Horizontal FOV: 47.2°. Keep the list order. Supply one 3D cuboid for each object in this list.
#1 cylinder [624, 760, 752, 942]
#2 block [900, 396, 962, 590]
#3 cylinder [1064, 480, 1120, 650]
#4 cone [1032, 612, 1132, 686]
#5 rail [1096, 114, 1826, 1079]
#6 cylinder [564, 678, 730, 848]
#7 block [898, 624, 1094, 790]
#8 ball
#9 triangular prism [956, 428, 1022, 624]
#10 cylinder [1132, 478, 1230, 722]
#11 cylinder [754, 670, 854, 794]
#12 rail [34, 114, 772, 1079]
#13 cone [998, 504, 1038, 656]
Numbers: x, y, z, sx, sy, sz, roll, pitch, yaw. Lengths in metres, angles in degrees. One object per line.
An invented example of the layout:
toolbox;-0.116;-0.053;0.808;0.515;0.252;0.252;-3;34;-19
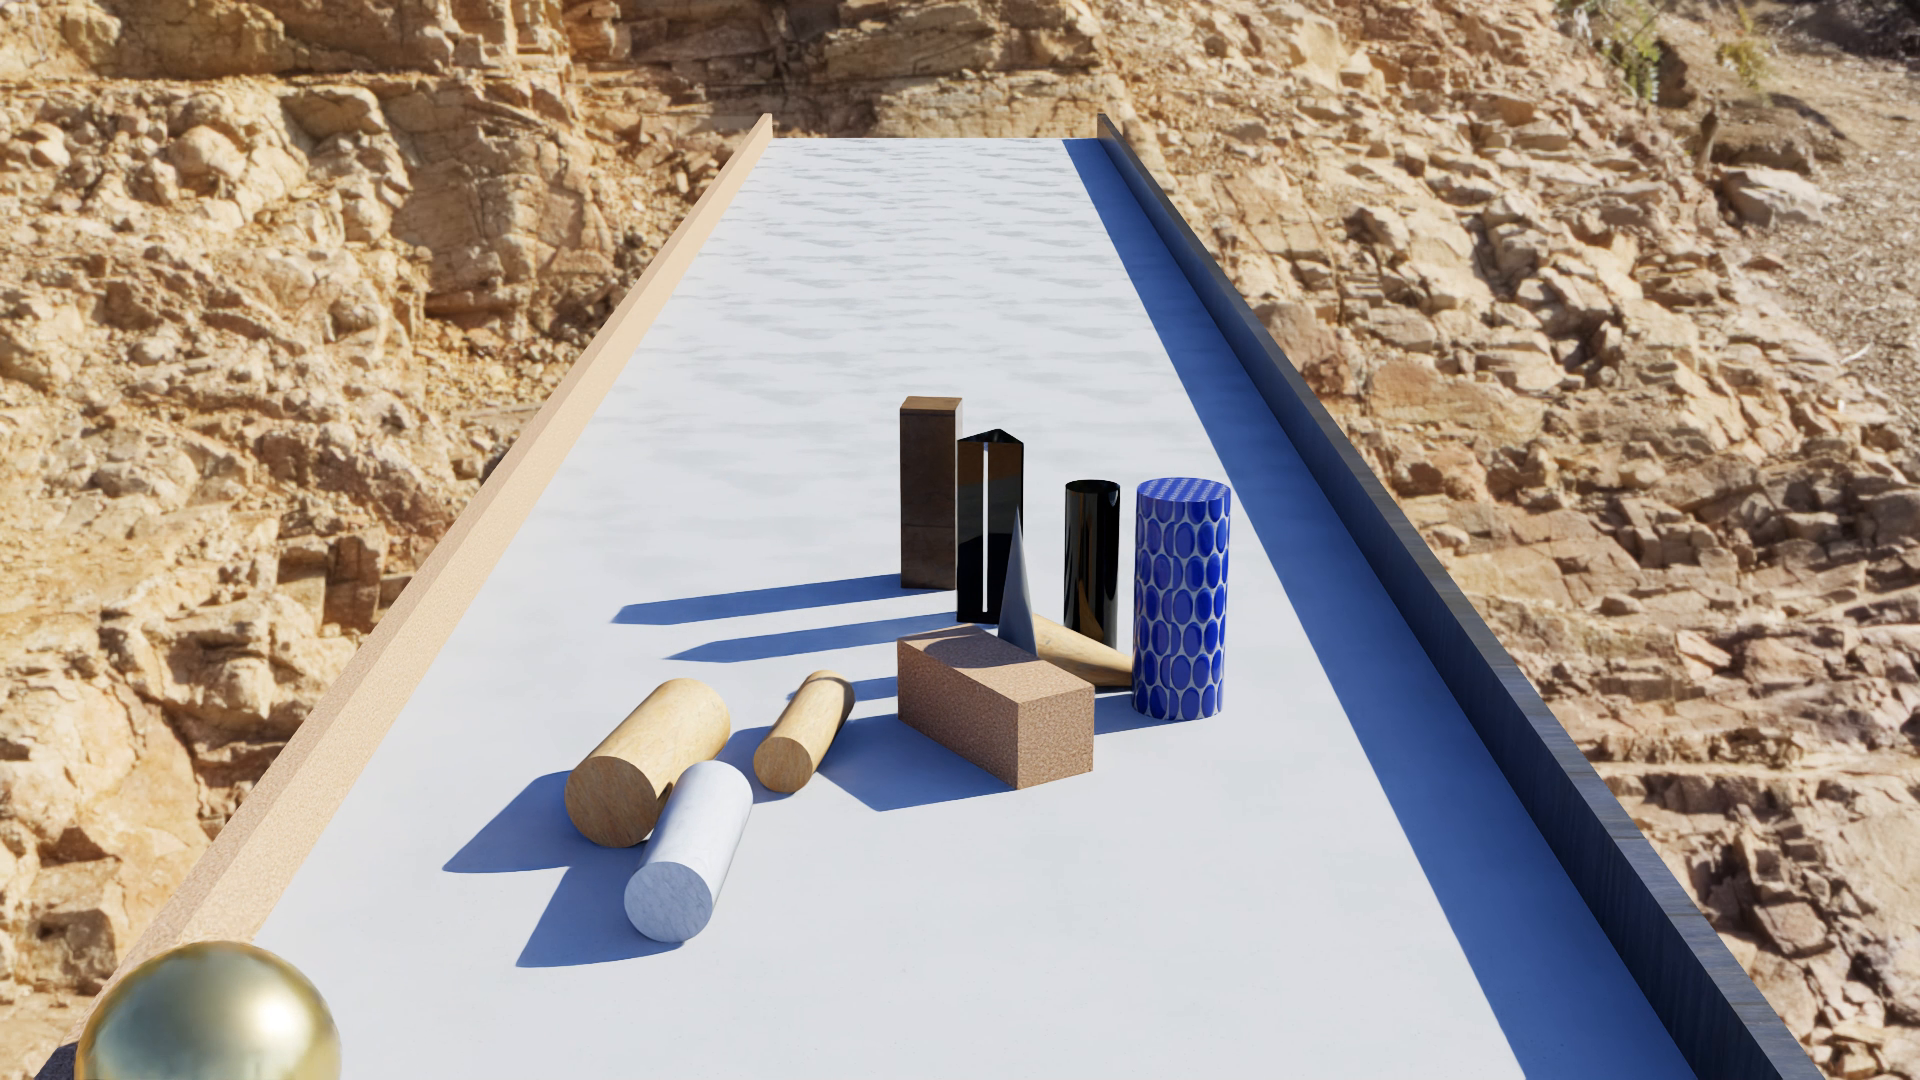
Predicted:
cylinder;-0.414;0.475;3.399;0.131;0.131;0.385;1;17;3
block;-0.062;-0.104;4.861;0.122;0.408;0.122;2;17;7
cylinder;0.261;0.067;4.367;0.109;0.361;0.109;0;17;0
cone;0.292;0.248;4.269;0.341;0.146;0.146;12;17;0
rail;0.932;-0.844;7.801;0.050;0.150;12.000;0;17;-1
cylinder;-0.520;0.370;3.704;0.160;0.160;0.369;4;17;12
block;0.059;0.293;3.960;0.160;0.160;0.401;-10;19;-31
ball;-0.886;0.625;2.597;0.301;0.301;0.301;0;17;0
triangular prism;0.071;-0.030;4.635;0.138;0.394;0.120;3;17;9
cylinder;0.412;0.109;4.117;0.174;0.423;0.174;0;17;0
cylinder;-0.274;0.337;3.912;0.104;0.104;0.337;3;17;9
rail;-1.118;-0.838;7.780;0.050;0.150;12.000;0;17;-1
cone;0.106;0.122;4.120;0.110;0.397;0.110;0;17;0
